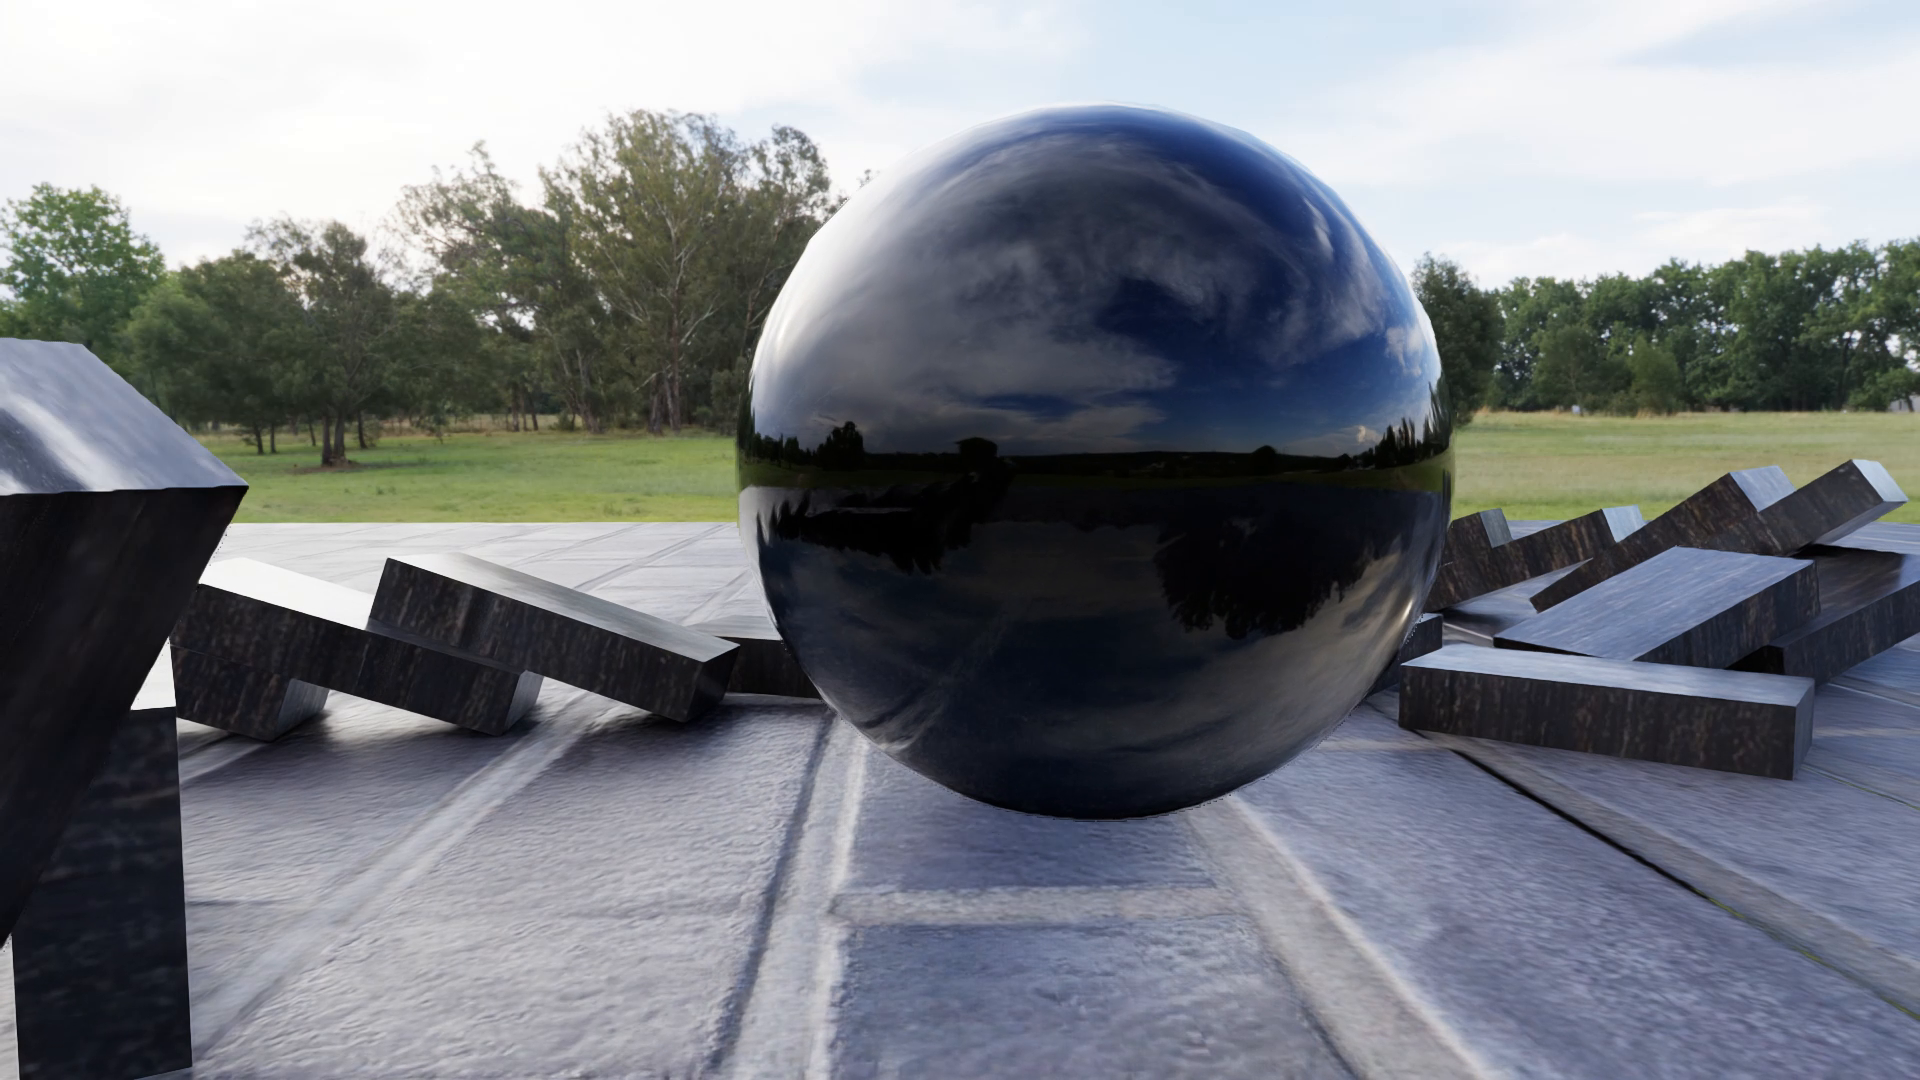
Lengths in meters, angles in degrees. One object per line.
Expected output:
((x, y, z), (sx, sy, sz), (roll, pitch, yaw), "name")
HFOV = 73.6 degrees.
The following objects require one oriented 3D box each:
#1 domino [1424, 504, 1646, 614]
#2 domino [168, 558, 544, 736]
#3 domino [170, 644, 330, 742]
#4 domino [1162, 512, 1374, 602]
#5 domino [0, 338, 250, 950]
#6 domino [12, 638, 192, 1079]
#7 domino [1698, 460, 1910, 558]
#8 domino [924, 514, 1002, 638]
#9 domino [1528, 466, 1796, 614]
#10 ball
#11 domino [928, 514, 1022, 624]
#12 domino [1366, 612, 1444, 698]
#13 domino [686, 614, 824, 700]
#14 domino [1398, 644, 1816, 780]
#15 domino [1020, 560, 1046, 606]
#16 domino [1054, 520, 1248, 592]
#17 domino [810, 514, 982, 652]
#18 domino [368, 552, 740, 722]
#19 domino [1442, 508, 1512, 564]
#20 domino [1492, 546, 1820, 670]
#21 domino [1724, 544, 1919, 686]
((0.134, 0.005, 0.307), (0.025, 0.010, 0.050), (-4, -17, -46), "domino")
((-0.090, 0.016, 0.195), (0.050, 0.010, 0.025), (18, 2, -8), "domino")
((-0.122, 0.016, 0.190), (0.050, 0.010, 0.025), (18, 0, -11), "domino")
((0.083, 0.005, 0.345), (0.050, 0.009, 0.025), (-18, -6, 31), "domino")
((-0.048, 0.016, 0.043), (0.010, 0.050, 0.025), (37, 13, 10), "domino")
((-0.070, 0.022, 0.105), (0.010, 0.025, 0.050), (-3, 5, -32), "domino")
((0.162, 0.002, 0.261), (0.025, 0.009, 0.050), (-2, -31, -45), "domino")
((-0.007, 0.008, 0.295), (0.025, 0.009, 0.050), (-4, 22, -7), "domino")
((0.152, 0.003, 0.277), (0.025, 0.009, 0.050), (-7, -28, -38), "domino")
((0.014, -0.009, 0.148), (0.080, 0.080, 0.080), (0, 4, 0), "ball")
((0.003, 0.007, 0.325), (0.025, 0.010, 0.050), (0, 21, 3), "domino")
((0.069, 0.020, 0.237), (0.025, 0.010, 0.050), (3, 5, 36), "domino")
((-0.025, 0.021, 0.228), (0.050, 0.009, 0.025), (2, 5, 22), "domino")
((0.093, 0.024, 0.187), (0.050, 0.009, 0.025), (3, 5, 38), "domino")
((0.006, 0.011, 0.362), (0.025, 0.010, 0.050), (-1, 4, -10), "domino")
((0.055, 0.004, 0.371), (0.050, 0.009, 0.025), (-2, -25, -26), "domino")
((-0.014, 0.009, 0.266), (0.025, 0.010, 0.050), (-7, 24, -14), "domino")
((-0.062, 0.015, 0.203), (0.050, 0.010, 0.025), (18, 2, 2), "domino")
((0.113, 0.005, 0.329), (0.050, 0.010, 0.025), (-22, -9, 33), "domino")
((0.119, 0.014, 0.219), (0.050, 0.009, 0.025), (-20, 14, -25), "domino")
((0.153, 0.014, 0.232), (0.050, 0.009, 0.025), (-18, 14, -22), "domino")
